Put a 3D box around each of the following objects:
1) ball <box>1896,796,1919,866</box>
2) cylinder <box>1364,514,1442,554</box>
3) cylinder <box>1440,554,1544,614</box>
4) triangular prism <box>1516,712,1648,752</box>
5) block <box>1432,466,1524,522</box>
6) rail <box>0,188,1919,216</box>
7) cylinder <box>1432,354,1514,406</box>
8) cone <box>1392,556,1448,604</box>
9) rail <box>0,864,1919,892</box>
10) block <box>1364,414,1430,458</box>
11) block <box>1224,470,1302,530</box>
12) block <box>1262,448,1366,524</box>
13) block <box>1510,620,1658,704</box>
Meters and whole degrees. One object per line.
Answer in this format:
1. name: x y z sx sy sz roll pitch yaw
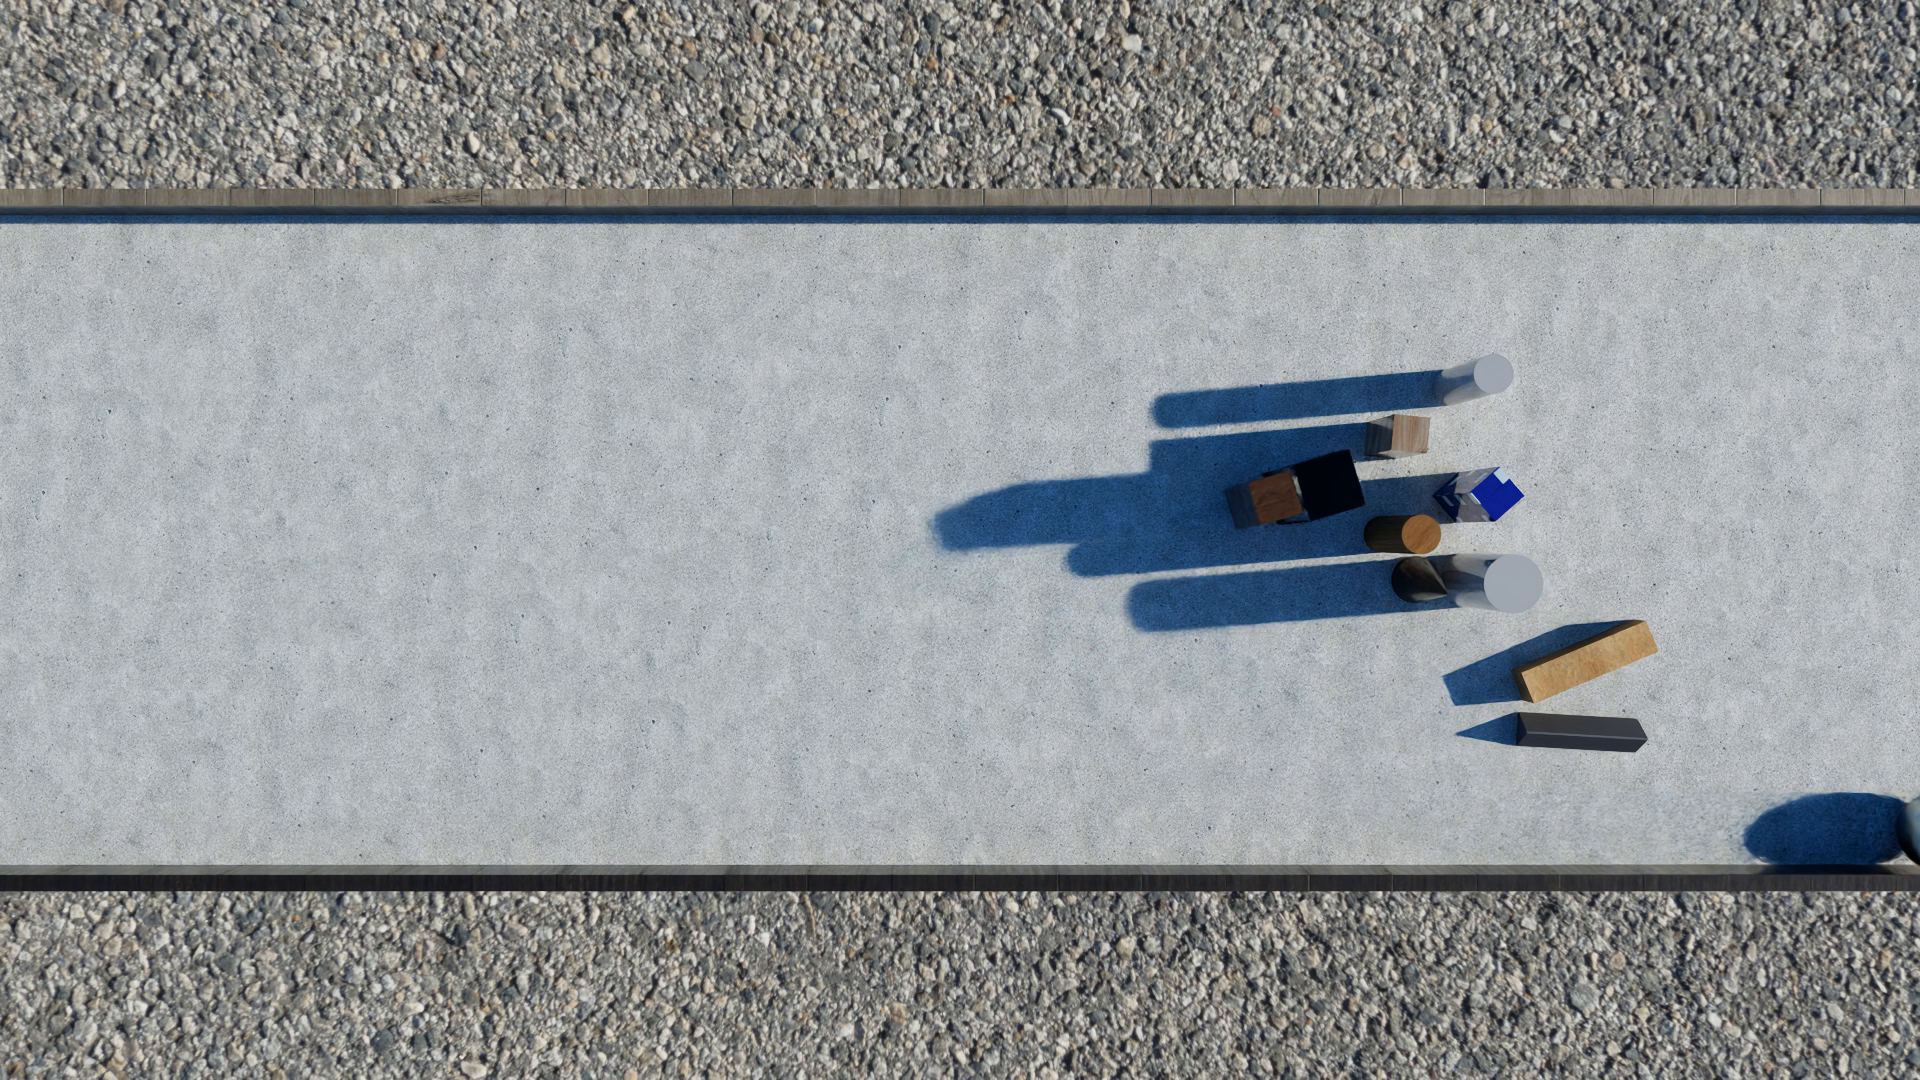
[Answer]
1. ball: 2.952 0.878 4.955 0.244 0.244 0.244 0 90 0
2. cylinder: 1.299 -0.017 4.859 0.112 0.434 0.112 0 90 0
3. cylinder: 1.553 0.123 4.848 0.166 0.455 0.166 0 90 1
4. triangular prism: 1.897 0.591 5.030 0.366 0.089 0.103 3 90 0
5. block: 1.531 -0.131 4.888 0.111 0.377 0.111 -41 90 0
6. rail: -2.247 -1.025 5.002 12.000 0.150 0.050 0 90 0
7. cylinder: 1.510 -0.470 4.871 0.113 0.411 0.113 0 90 0
8. cone: 1.398 0.139 4.889 0.147 0.362 0.147 0 96 1
9. rail: -2.247 1.025 5.001 12.000 0.150 0.050 0 90 0
10. block: 1.301 -0.307 4.918 0.104 0.317 0.104 5 90 0
11. block: 0.890 -0.115 4.862 0.125 0.426 0.125 -17 89 0
12. block: 1.037 -0.152 4.860 0.165 0.428 0.165 -17 90 -2
13. block: 1.901 0.369 5.026 0.408 0.100 0.100 -23 90 0
